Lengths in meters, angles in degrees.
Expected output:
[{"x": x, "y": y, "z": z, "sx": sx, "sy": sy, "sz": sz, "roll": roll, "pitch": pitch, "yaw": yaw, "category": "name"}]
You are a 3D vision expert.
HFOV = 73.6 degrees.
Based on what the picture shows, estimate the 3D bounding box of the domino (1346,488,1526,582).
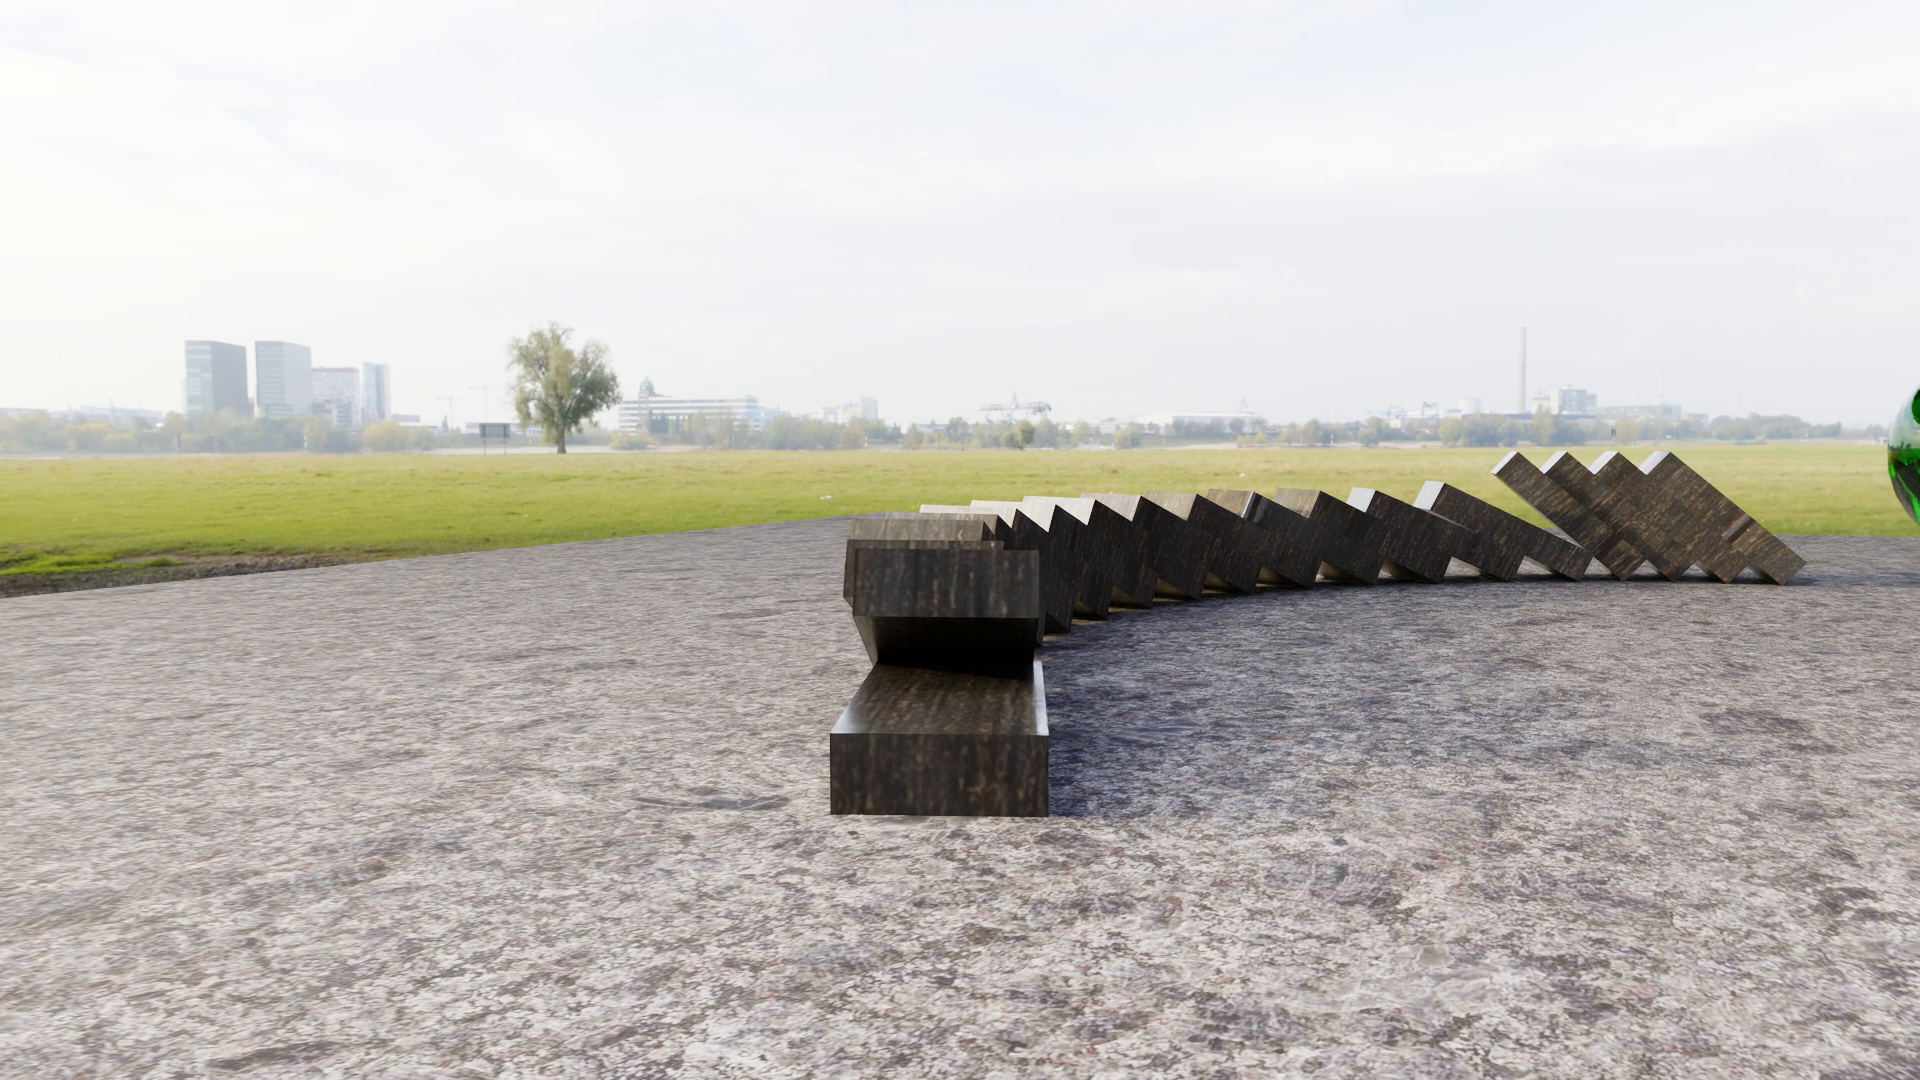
[{"x": 0.149, "y": -0.002, "z": 0.406, "sx": 0.050, "sy": 0.010, "sz": 0.025, "roll": 23, "pitch": 5, "yaw": 0, "category": "domino"}]

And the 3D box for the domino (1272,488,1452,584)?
[{"x": 0.123, "y": -0.002, "z": 0.396, "sx": 0.050, "sy": 0.009, "sz": 0.025, "roll": 24, "pitch": -2, "yaw": -16, "category": "domino"}]

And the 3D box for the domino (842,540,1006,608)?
[{"x": -0.003, "y": 0.012, "z": 0.225, "sx": 0.025, "sy": 0.010, "sz": 0.050, "roll": 1, "pitch": -17, "yaw": 8, "category": "domino"}]

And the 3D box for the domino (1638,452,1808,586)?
[{"x": 0.236, "y": -0.008, "z": 0.400, "sx": 0.050, "sy": 0.010, "sz": 0.025, "roll": 44, "pitch": 16, "yaw": 11, "category": "domino"}]

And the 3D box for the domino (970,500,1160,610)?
[{"x": 0.026, "y": 0.004, "z": 0.321, "sx": 0.025, "sy": 0.010, "sz": 0.050, "roll": 4, "pitch": -18, "yaw": 40, "category": "domino"}]

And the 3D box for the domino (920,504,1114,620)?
[{"x": 0.013, "y": 0.006, "z": 0.299, "sx": 0.025, "sy": 0.009, "sz": 0.050, "roll": 3, "pitch": -19, "yaw": 34, "category": "domino"}]

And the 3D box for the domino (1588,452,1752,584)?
[{"x": 0.222, "y": -0.008, "z": 0.405, "sx": 0.050, "sy": 0.009, "sz": 0.025, "roll": 44, "pitch": 16, "yaw": 11, "category": "domino"}]

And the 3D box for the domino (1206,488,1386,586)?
[{"x": 0.100, "y": -0.001, "z": 0.388, "sx": 0.050, "sy": 0.009, "sz": 0.025, "roll": 24, "pitch": -4, "yaw": -19, "category": "domino"}]

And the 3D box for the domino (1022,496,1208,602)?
[{"x": 0.041, "y": 0.003, "z": 0.342, "sx": 0.050, "sy": 0.009, "sz": 0.025, "roll": 28, "pitch": -15, "yaw": -39, "category": "domino"}]

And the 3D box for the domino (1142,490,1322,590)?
[{"x": 0.078, "y": 0.000, "z": 0.375, "sx": 0.050, "sy": 0.009, "sz": 0.025, "roll": 24, "pitch": -7, "yaw": -26, "category": "domino"}]

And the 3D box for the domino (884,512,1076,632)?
[{"x": 0.005, "y": 0.008, "z": 0.275, "sx": 0.025, "sy": 0.010, "sz": 0.050, "roll": 2, "pitch": -19, "yaw": 25, "category": "domino"}]

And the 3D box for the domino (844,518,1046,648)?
[{"x": -0.001, "y": 0.009, "z": 0.251, "sx": 0.025, "sy": 0.010, "sz": 0.050, "roll": 1, "pitch": -19, "yaw": 18, "category": "domino"}]

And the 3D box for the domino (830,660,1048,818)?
[{"x": -0.001, "y": 0.025, "z": 0.171, "sx": 0.025, "sy": 0.009, "sz": 0.050, "roll": 0, "pitch": 4, "yaw": 3, "category": "domino"}]

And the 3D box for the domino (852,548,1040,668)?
[{"x": -0.001, "y": 0.014, "z": 0.197, "sx": 0.025, "sy": 0.009, "sz": 0.050, "roll": 1, "pitch": -18, "yaw": 2, "category": "domino"}]

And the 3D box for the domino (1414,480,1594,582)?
[{"x": 0.172, "y": -0.003, "z": 0.409, "sx": 0.050, "sy": 0.009, "sz": 0.025, "roll": 27, "pitch": 7, "yaw": 5, "category": "domino"}]

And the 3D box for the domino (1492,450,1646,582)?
[{"x": 0.194, "y": -0.008, "z": 0.412, "sx": 0.050, "sy": 0.010, "sz": 0.025, "roll": 44, "pitch": 16, "yaw": 11, "category": "domino"}]

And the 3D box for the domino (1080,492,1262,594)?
[{"x": 0.058, "y": 0.001, "z": 0.360, "sx": 0.050, "sy": 0.009, "sz": 0.025, "roll": 26, "pitch": -10, "yaw": -32, "category": "domino"}]

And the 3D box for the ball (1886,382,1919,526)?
[{"x": 0.369, "y": -0.031, "z": 0.443, "sx": 0.080, "sy": 0.080, "sz": 0.080, "roll": 0, "pitch": 4, "yaw": 0, "category": "ball"}]

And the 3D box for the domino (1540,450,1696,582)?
[{"x": 0.209, "y": -0.008, "z": 0.410, "sx": 0.050, "sy": 0.009, "sz": 0.025, "roll": 44, "pitch": 16, "yaw": 11, "category": "domino"}]
